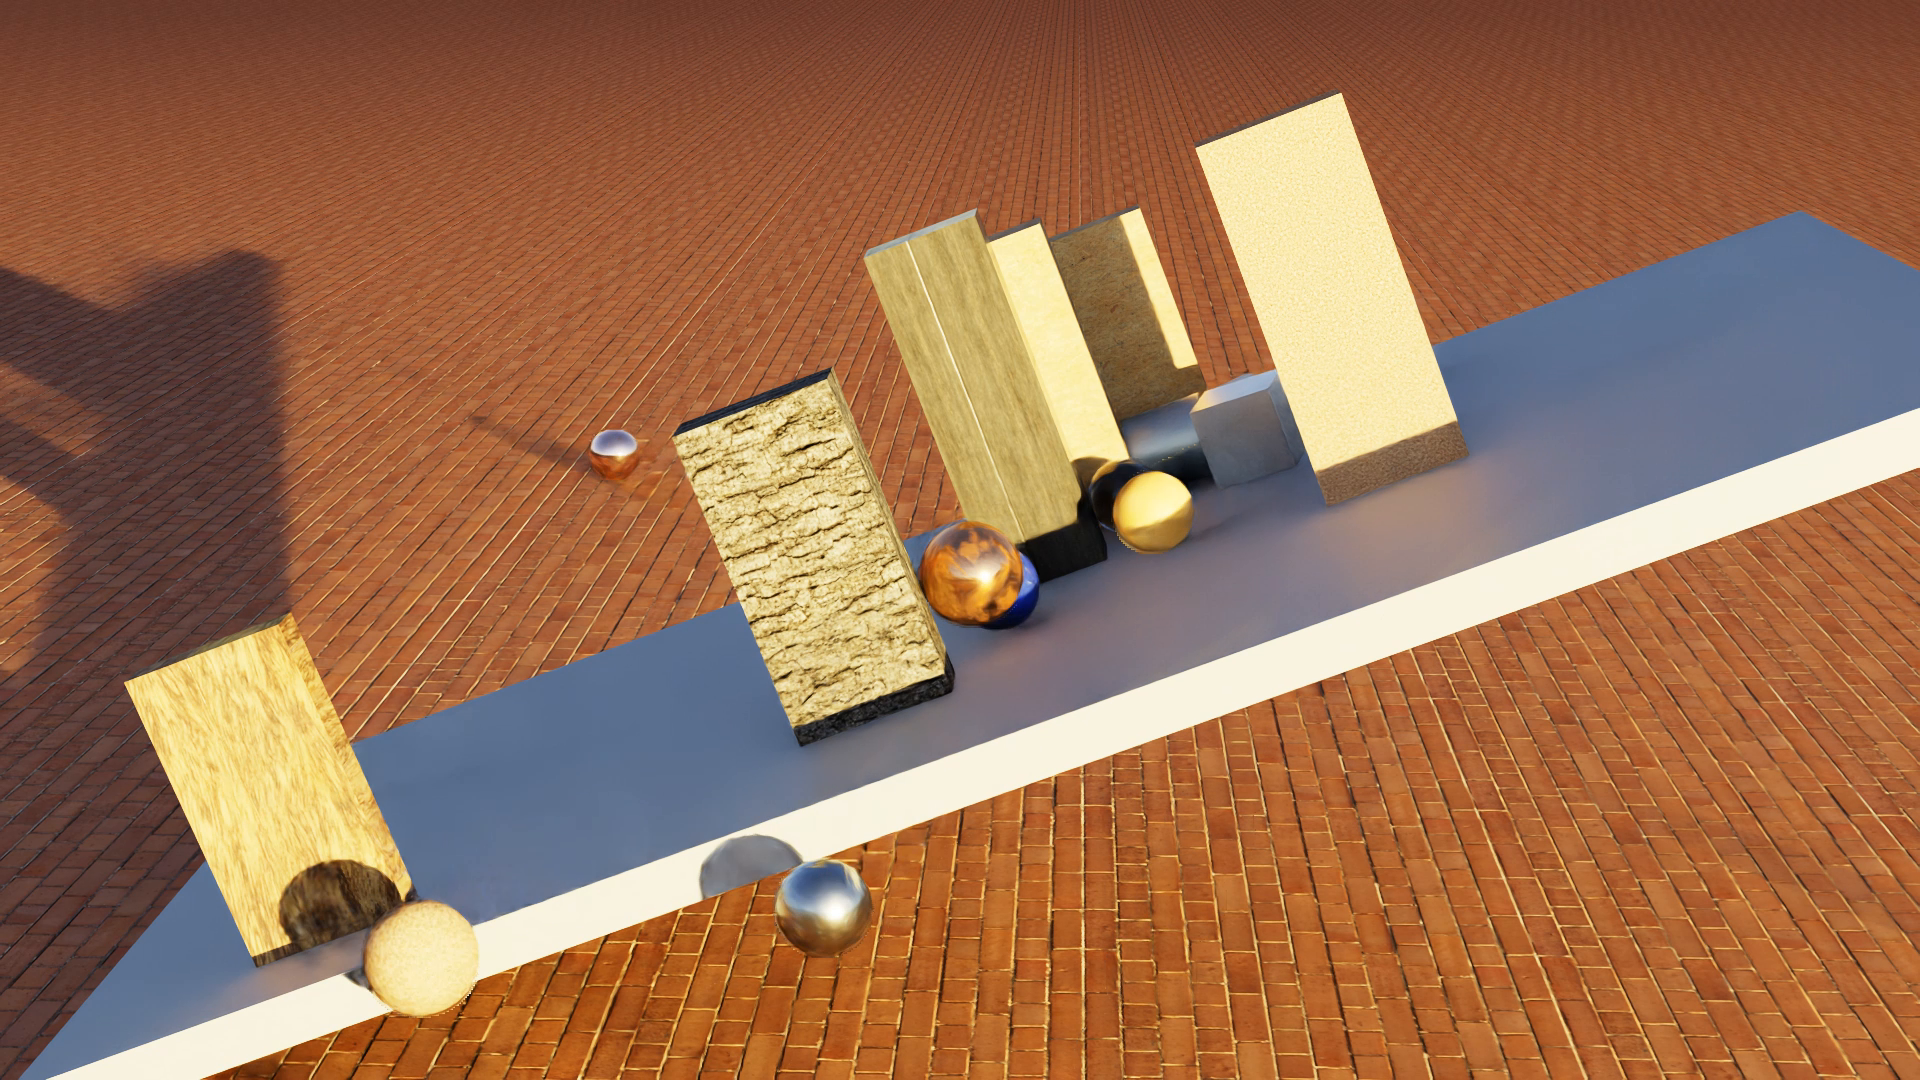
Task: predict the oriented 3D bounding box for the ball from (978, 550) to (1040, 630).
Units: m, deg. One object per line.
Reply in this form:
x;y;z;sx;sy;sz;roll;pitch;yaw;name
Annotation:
0.075;0.098;6.035;0.178;0.178;0.178;0;13;0;ball

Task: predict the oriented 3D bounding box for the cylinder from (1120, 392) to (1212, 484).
0.485;-0.217;6.702;0.186;0.186;0.186;-20;11;8;cylinder

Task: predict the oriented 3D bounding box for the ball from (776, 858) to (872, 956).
-0.238;0.642;5.150;0.170;0.170;0.170;0;13;0;ball

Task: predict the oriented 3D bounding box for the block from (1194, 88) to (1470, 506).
0.755;-0.489;5.969;0.306;0.782;0.110;-20;12;7;block

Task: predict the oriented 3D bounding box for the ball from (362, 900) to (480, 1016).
-0.974;0.754;5.316;0.208;0.208;0.208;0;13;0;ball

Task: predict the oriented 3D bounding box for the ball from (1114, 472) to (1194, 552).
0.406;-0.059;6.171;0.170;0.170;0.170;0;13;0;ball

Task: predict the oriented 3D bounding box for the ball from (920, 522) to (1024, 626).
0.022;0.067;5.852;0.208;0.208;0.208;0;13;0;ball

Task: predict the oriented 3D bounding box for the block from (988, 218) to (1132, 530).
0.126;-0.326;6.582;0.375;0.692;0.125;-20;12;7;block

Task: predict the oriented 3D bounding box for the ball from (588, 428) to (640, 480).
-1.329;-0.330;11.312;0.197;0.197;0.197;0;13;0;ball

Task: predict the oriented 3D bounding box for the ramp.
0.120;0.175;6.294;4.000;0.100;2.000;-20;12;7;ramp

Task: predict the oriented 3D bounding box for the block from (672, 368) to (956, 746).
-0.281;0.034;5.756;0.320;0.663;0.139;-20;12;7;block

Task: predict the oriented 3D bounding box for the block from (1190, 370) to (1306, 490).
0.646;-0.249;6.555;0.186;0.186;0.186;-17;12;21;block

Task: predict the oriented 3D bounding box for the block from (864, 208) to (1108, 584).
0.059;-0.290;6.295;0.251;0.789;0.132;-20;12;7;block

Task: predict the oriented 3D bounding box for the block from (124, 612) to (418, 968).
-1.330;0.487;5.700;0.325;0.618;0.091;-20;12;7;block

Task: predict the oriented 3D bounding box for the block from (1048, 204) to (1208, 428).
0.385;-0.451;6.908;0.298;0.600;0.091;-20;12;7;block

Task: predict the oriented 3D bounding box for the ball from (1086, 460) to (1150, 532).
0.358;-0.096;6.440;0.162;0.162;0.162;0;13;0;ball

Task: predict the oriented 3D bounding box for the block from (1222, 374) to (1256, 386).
0.656;-0.283;6.785;0.149;0.149;0.149;-26;13;-19;block
